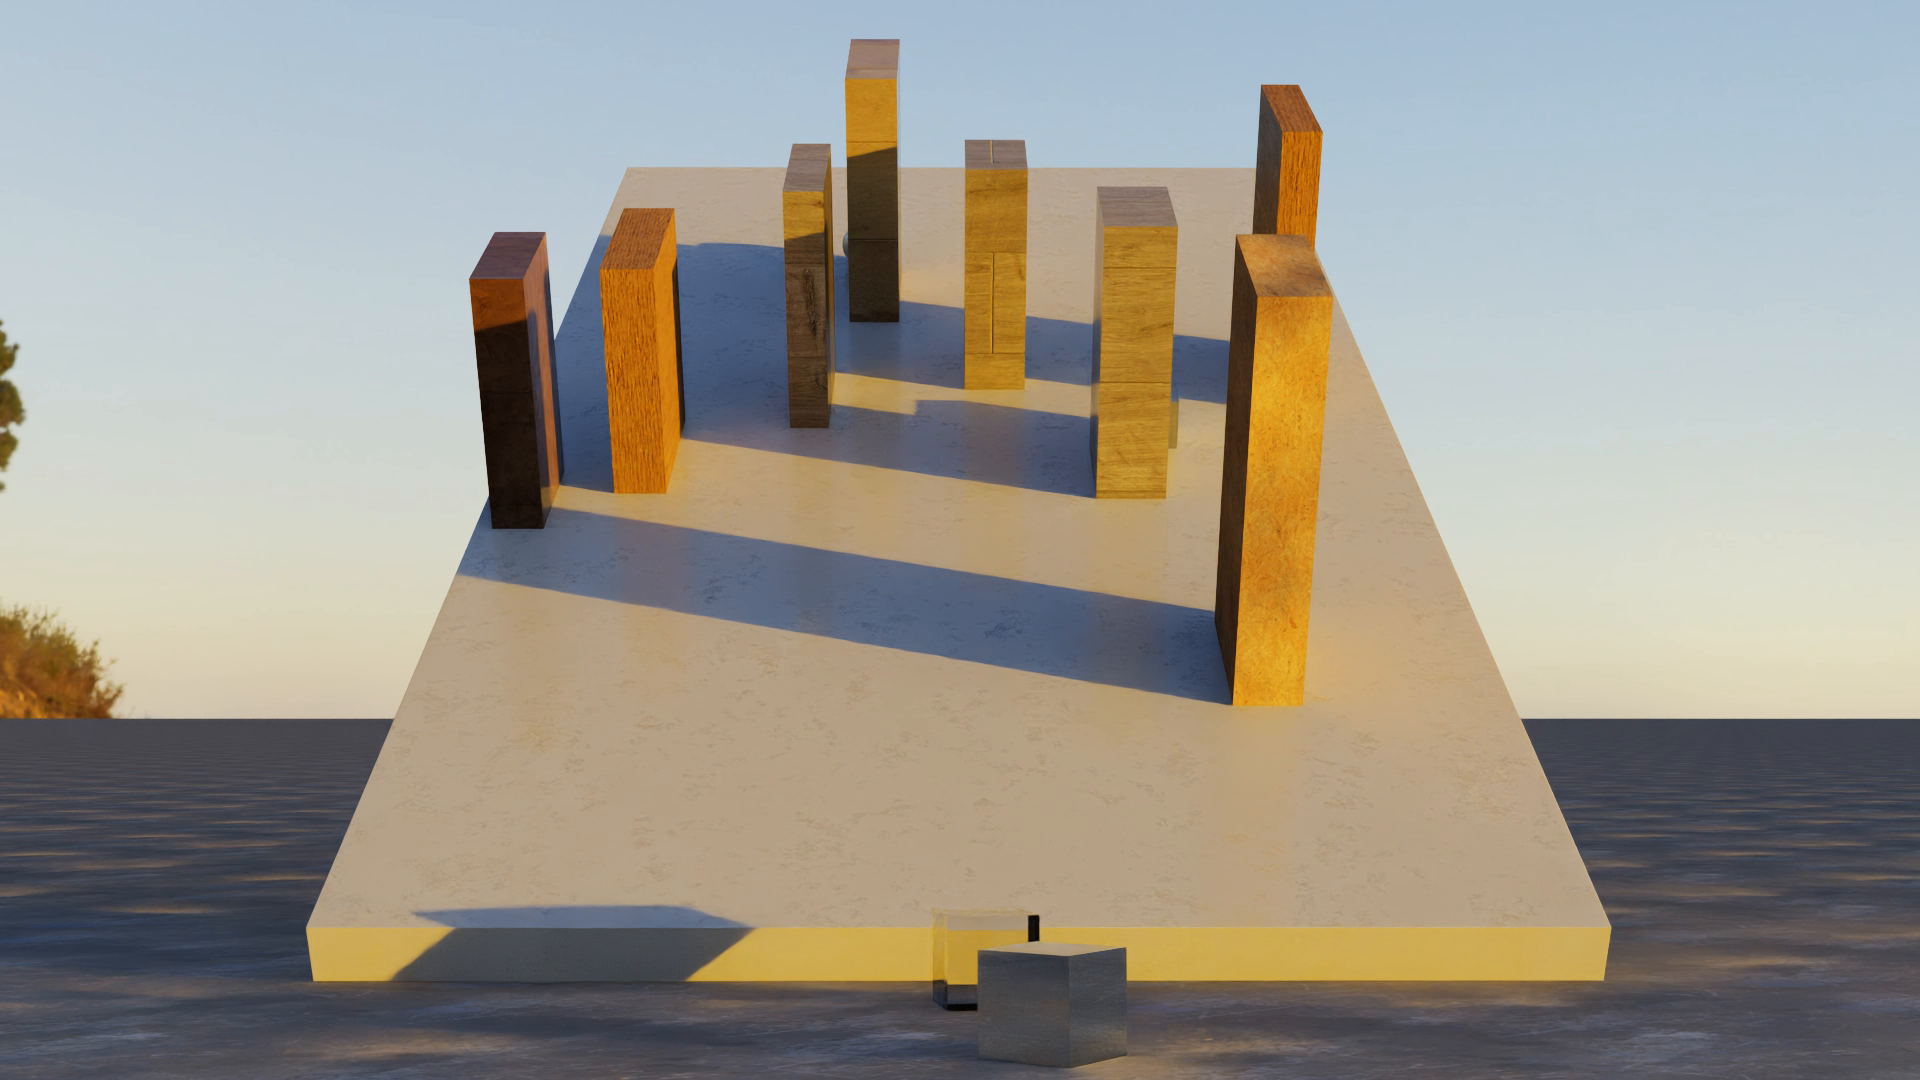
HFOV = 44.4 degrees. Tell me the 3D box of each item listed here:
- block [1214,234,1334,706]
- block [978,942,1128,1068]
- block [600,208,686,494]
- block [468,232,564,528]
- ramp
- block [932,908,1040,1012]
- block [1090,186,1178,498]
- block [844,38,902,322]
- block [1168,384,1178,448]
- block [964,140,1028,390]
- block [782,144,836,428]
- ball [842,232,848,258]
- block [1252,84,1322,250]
[{"bbox_3d":[0.552,-0.123,4.199,0.125,0.776,0.327,0,26,0],"label":"block"},{"bbox_3d":[0.112,0.560,2.846,0.130,0.130,0.130,-3,-5,35],"label":"block"},{"bbox_3d":[-0.685,-0.416,5.113,0.111,0.505,0.409,0,26,0],"label":"block"},{"bbox_3d":[-0.917,-0.333,4.892,0.107,0.547,0.294,0,26,0],"label":"block"},{"bbox_3d":[-0.009,-0.229,5.426,2.000,0.100,4.000,0,26,0],"label":"ramp"},{"bbox_3d":[0.036,0.597,3.358,0.131,0.131,0.131,1,-4,-10],"label":"block"},{"bbox_3d":[0.365,-0.419,5.010,0.149,0.606,0.270,0,26,0],"label":"block"},{"bbox_3d":[-0.218,-0.924,6.029,0.126,0.628,0.400,0,26,0],"label":"block"},{"bbox_3d":[0.431,-0.280,5.290,0.112,0.112,0.112,1,26,2],"label":"block"},{"bbox_3d":[0.082,-0.652,5.569,0.142,0.538,0.244,0,26,0],"label":"block"},{"bbox_3d":[-0.344,-0.587,5.409,0.089,0.559,0.371,0,26,0],"label":"block"},{"bbox_3d":[-0.265,-0.800,6.370,0.108,0.108,0.108,0,-4,0],"label":"ball"},{"bbox_3d":[0.754,-0.689,5.508,0.088,0.661,0.403,0,26,0],"label":"block"}]
